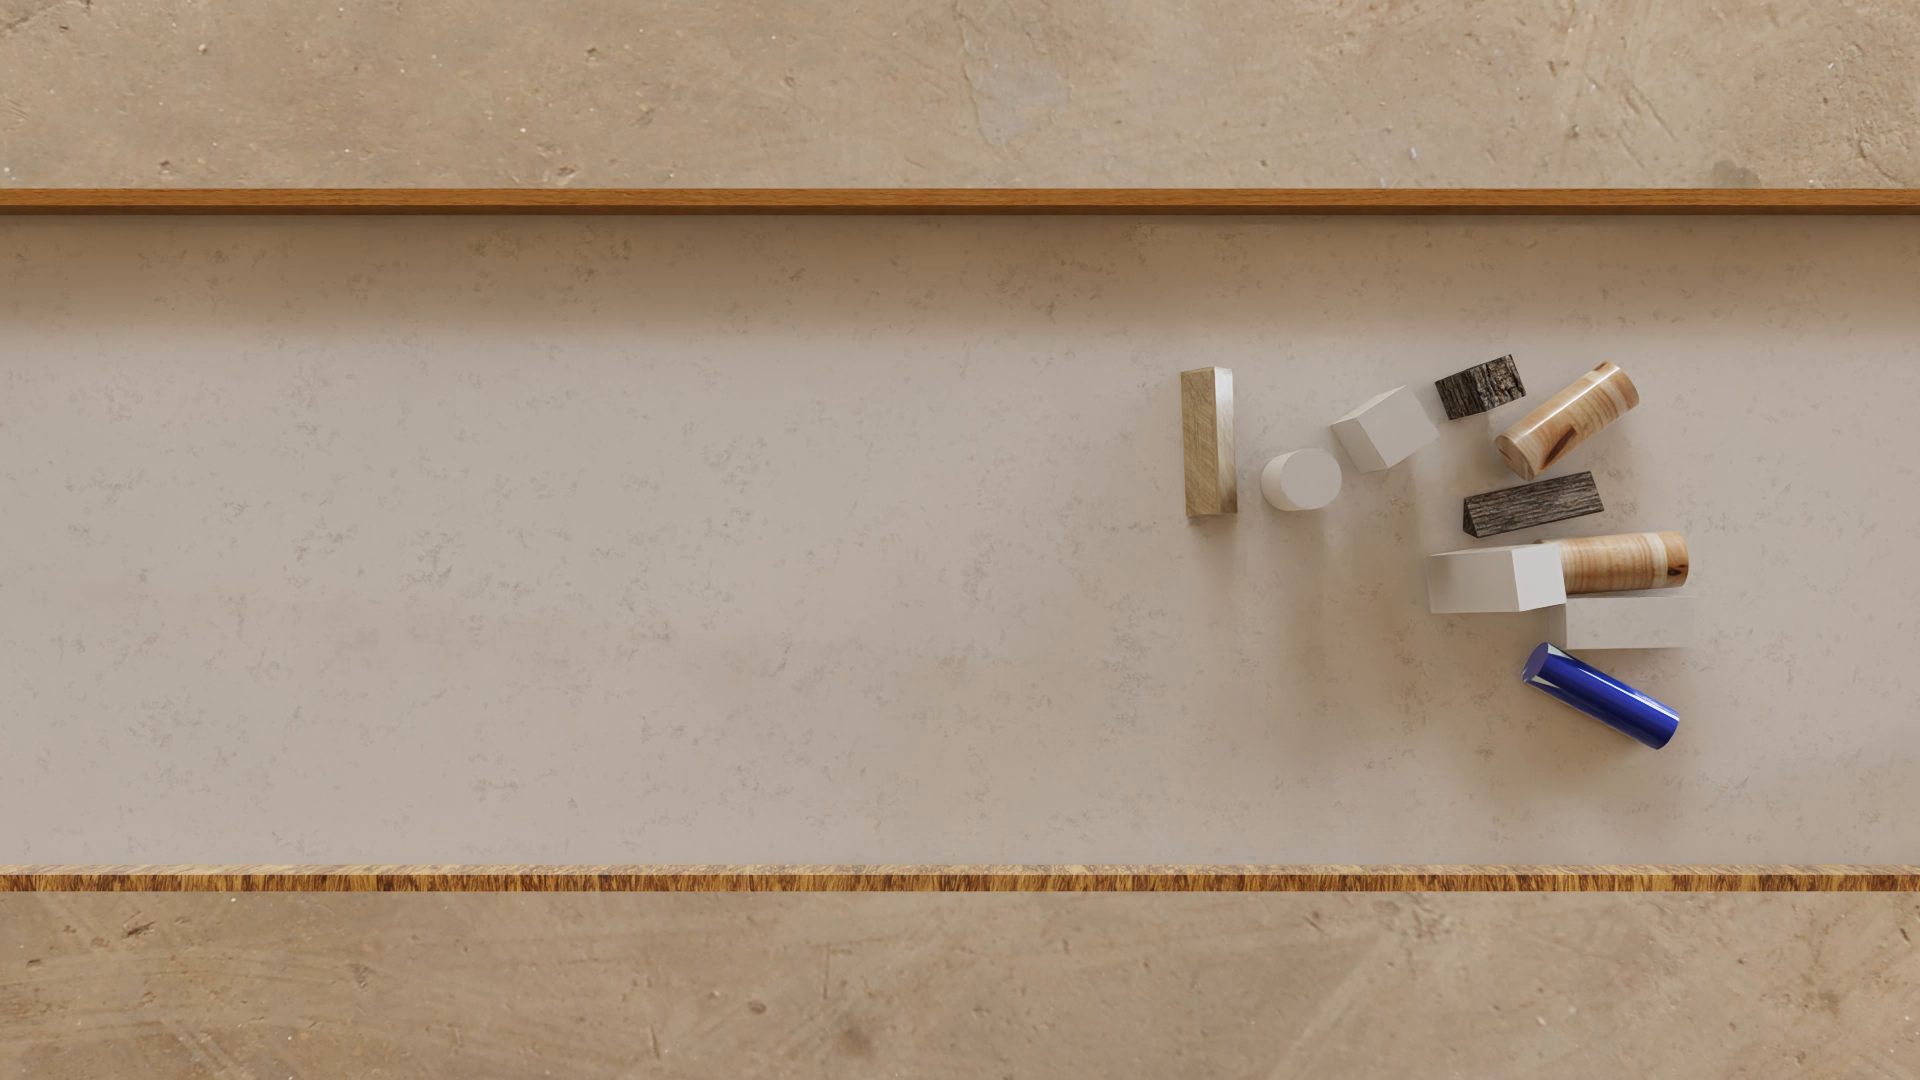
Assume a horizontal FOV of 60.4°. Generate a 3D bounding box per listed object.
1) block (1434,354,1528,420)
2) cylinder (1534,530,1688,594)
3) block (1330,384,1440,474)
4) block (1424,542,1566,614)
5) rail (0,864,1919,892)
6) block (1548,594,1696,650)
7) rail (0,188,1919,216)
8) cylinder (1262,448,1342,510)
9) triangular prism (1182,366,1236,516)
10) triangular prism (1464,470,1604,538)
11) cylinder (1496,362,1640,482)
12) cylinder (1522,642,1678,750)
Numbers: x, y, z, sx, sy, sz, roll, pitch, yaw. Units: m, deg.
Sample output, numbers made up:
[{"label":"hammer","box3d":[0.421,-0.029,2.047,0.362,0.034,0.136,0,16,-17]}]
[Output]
[{"label":"block","box3d":[1.542,-0.451,4.900,0.127,0.353,0.127,-22,90,0]},{"label":"cylinder","box3d":[1.961,0.071,4.991,0.413,0.172,0.172,-4,90,0]},{"label":"block","box3d":[1.259,-0.326,4.908,0.174,0.336,0.174,-32,90,0]},{"label":"block","box3d":[1.574,0.115,4.868,0.175,0.379,0.175,-8,90,-24]},{"label":"rail","box3d":[-2.247,1.025,5.001,12.000,0.150,0.050,0,90,0]},{"label":"block","box3d":[2.005,0.248,5.001,0.388,0.151,0.151,-1,90,0]},{"label":"rail","box3d":[-2.247,-1.025,5.002,12.000,0.150,0.050,0,90,0]},{"label":"cylinder","box3d":[1.014,-0.178,4.921,0.177,0.312,0.177,0,90,0]},{"label":"triangular prism","box3d":[0.766,-0.299,5.006,0.156,0.135,0.440,-2,90,0]},{"label":"triangular prism","box3d":[1.735,-0.084,4.990,0.388,0.114,0.132,-12,130,0]},{"label":"cylinder","box3d":[1.837,-0.359,4.993,0.394,0.167,0.167,-35,90,0]},{"label":"cylinder","box3d":[1.943,0.473,5.008,0.443,0.137,0.137,28,90,0]}]
